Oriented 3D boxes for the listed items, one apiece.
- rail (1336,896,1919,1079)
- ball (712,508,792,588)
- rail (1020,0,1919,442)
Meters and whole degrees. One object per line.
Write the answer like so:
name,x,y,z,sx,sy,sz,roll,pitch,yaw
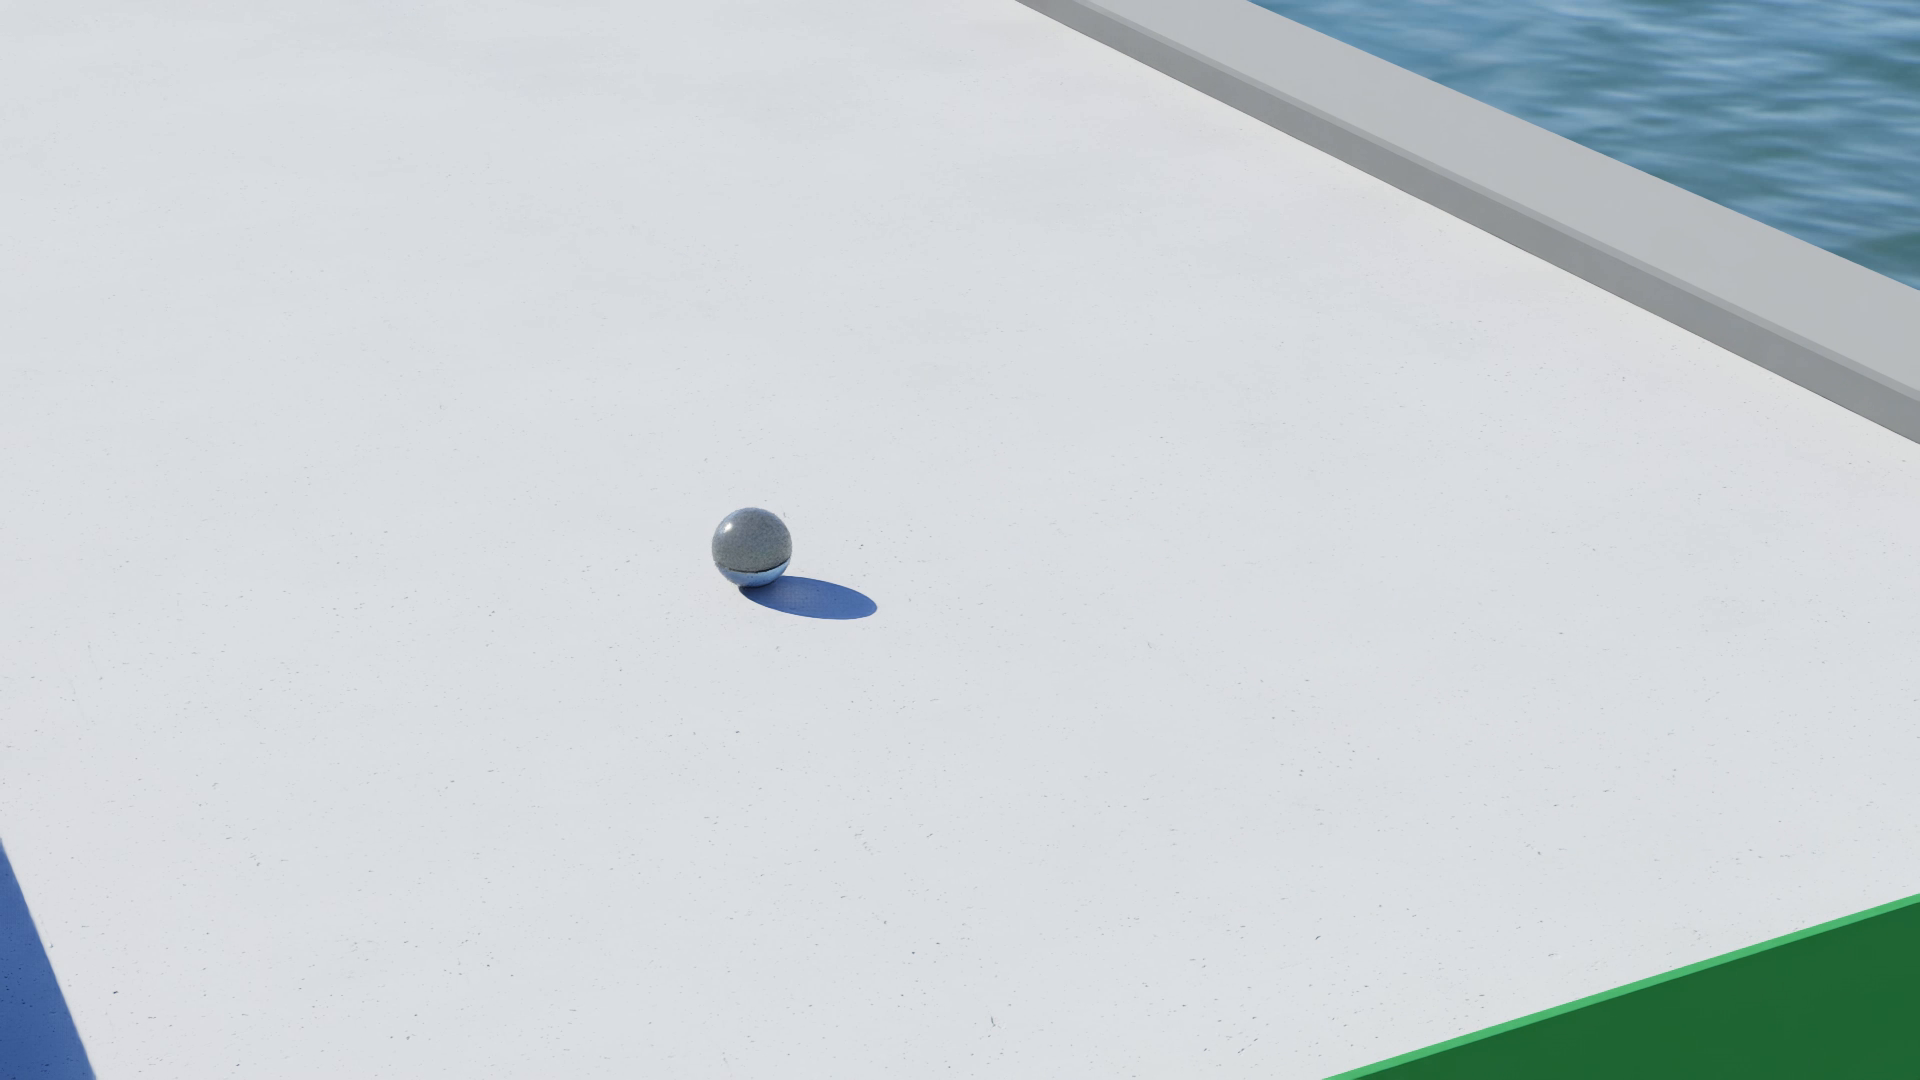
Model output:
rail,0.341,0.260,1.491,1.611,0.121,0.045,-12,27,-24
ball,-0.150,0.006,2.116,0.058,0.058,0.058,0,25,0
rail,0.348,-0.468,3.061,0.045,0.121,3.136,-12,27,-24
